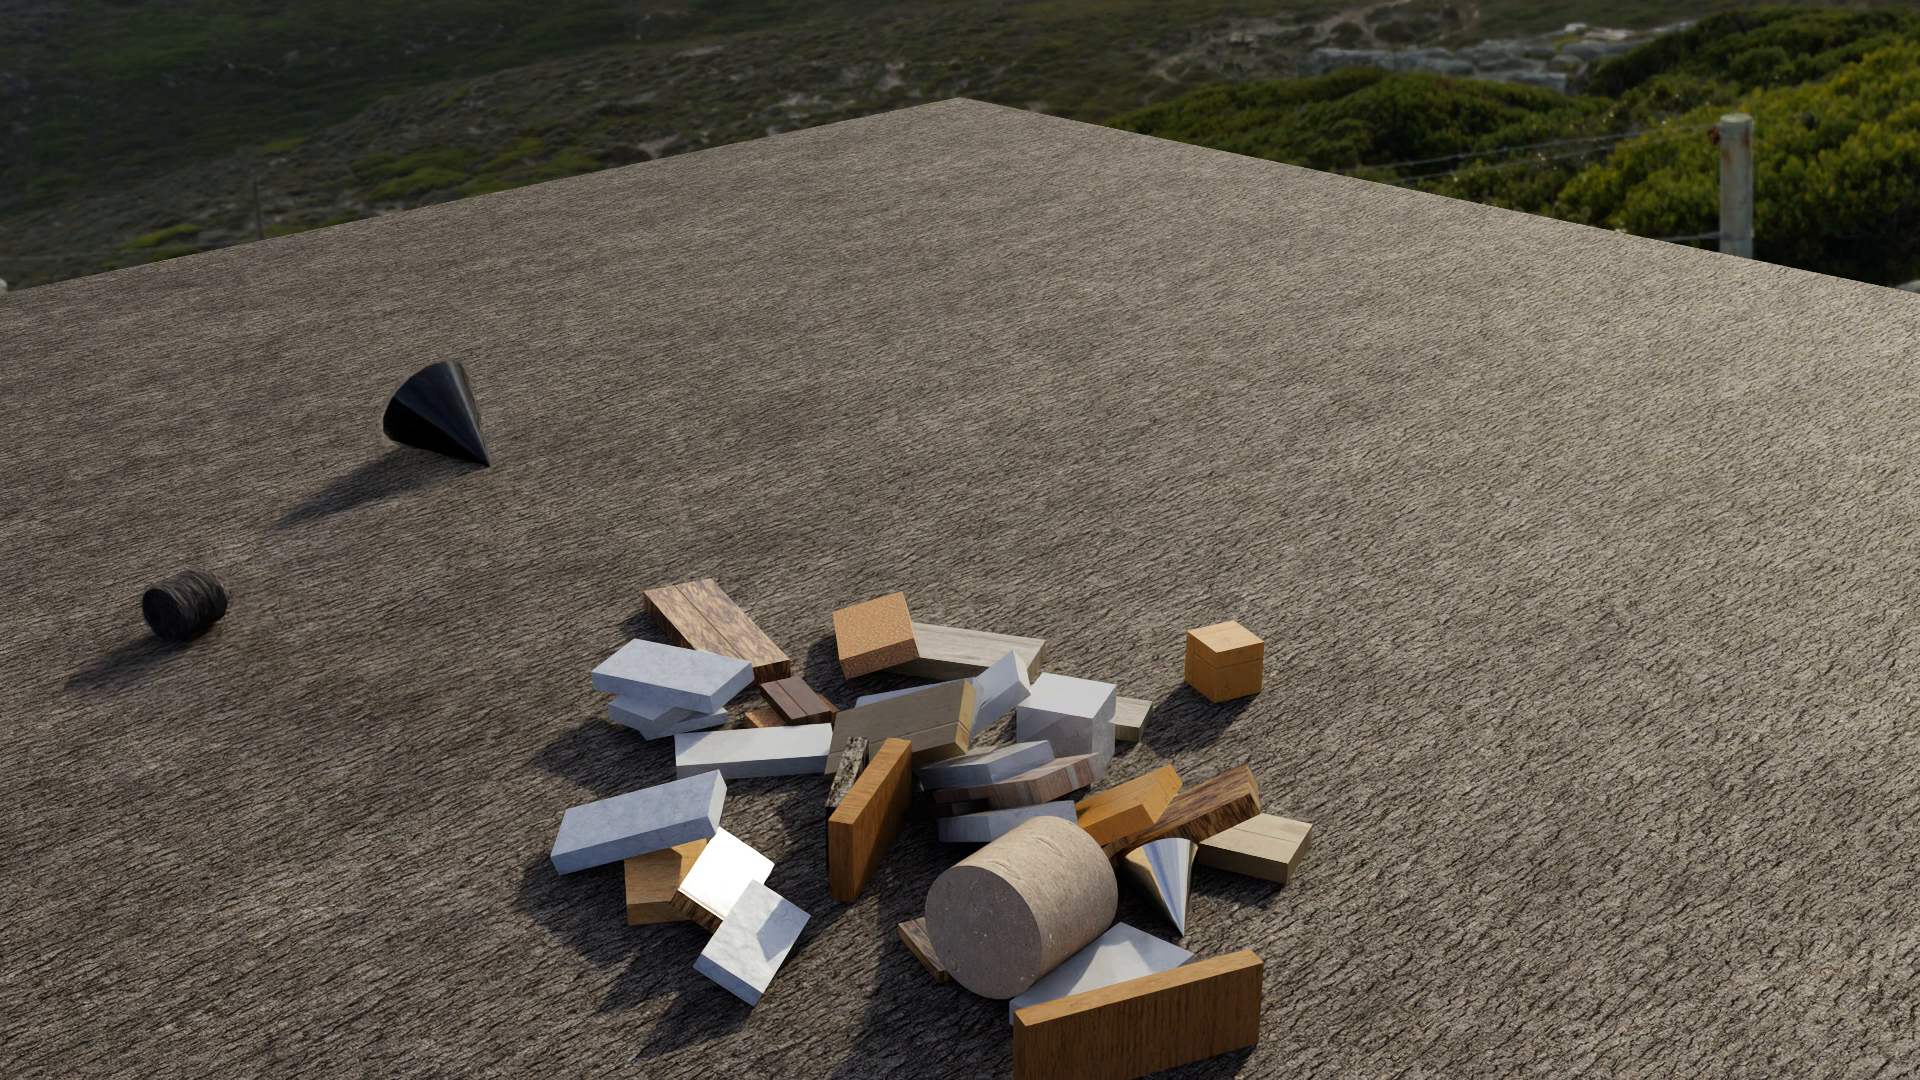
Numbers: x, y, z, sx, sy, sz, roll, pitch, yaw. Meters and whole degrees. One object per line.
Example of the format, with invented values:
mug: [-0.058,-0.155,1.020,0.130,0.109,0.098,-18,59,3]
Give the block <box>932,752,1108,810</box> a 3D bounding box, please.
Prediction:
block: [0.116,0.485,4.357,0.171,0.048,0.342,-18,1,-37]

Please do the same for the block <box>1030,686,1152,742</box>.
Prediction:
block: [0.272,0.379,4.821,0.277,0.036,0.128,7,24,16]

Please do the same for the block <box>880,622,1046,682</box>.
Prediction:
block: [0.007,0.266,5.071,0.347,0.049,0.173,7,24,16]

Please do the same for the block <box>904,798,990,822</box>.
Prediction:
block: [-0.027,0.533,4.339,0.086,0.024,0.172,-6,-6,-35]

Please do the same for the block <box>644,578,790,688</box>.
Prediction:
block: [-0.578,0.221,5.178,0.173,0.049,0.508,-11,25,-24]

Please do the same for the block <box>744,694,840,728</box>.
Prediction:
block: [-0.367,0.389,4.811,0.186,0.026,0.093,-13,26,-28]

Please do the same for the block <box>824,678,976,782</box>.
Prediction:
block: [-0.123,0.397,4.520,0.319,0.045,0.159,-17,43,28]

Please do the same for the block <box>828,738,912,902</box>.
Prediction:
block: [-0.171,0.540,4.270,0.048,0.171,0.342,7,24,16]

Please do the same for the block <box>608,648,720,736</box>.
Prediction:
block: [-0.619,0.332,4.830,0.142,0.040,0.283,15,33,37]

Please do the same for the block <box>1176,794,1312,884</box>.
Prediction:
block: [0.513,0.582,4.330,0.324,0.046,0.162,10,25,23]

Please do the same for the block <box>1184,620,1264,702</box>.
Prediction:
block: [0.595,0.273,4.956,0.125,0.125,0.125,-11,25,-24]

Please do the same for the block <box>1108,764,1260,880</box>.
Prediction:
block: [0.415,0.542,4.203,0.324,0.046,0.162,-27,11,11]

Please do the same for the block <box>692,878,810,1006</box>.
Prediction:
block: [-0.371,0.719,3.946,0.128,0.036,0.256,33,27,1]

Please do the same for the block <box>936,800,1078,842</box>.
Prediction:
block: [0.086,0.540,4.217,0.171,0.048,0.342,-8,-5,-18]

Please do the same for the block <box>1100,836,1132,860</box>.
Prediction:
block: [0.259,0.584,4.221,0.086,0.024,0.172,-36,10,-14]

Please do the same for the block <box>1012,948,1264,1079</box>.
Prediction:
block: [0.297,0.808,3.648,0.441,0.162,0.046,-10,25,-22]

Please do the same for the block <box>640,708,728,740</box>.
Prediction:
block: [-0.613,0.388,4.812,0.186,0.026,0.093,-11,25,-24]

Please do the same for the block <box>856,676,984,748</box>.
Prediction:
block: [-0.099,0.380,4.590,0.298,0.042,0.149,-12,45,32]

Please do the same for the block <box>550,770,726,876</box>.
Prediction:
block: [-0.621,0.547,4.265,0.324,0.046,0.162,-15,25,9]

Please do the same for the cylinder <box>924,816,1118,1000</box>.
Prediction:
cylinder: [0.110,0.648,3.896,0.247,0.247,0.247,15,23,32]

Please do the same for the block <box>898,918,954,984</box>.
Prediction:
block: [-0.037,0.739,3.989,0.086,0.024,0.172,-11,25,-24]

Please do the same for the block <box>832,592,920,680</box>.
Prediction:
block: [-0.196,0.217,5.079,0.173,0.049,0.346,-17,17,-1]

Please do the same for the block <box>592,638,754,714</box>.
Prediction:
block: [-0.629,0.296,4.808,0.319,0.045,0.159,9,29,28]

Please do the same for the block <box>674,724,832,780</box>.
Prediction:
block: [-0.433,0.449,4.650,0.334,0.040,0.142,-3,23,-8]

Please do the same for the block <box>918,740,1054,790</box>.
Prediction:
block: [0.051,0.456,4.451,0.149,0.042,0.298,-17,1,-29]

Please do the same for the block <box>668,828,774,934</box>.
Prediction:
block: [-0.442,0.641,4.103,0.128,0.036,0.256,34,22,-1]

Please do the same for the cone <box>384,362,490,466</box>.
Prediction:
cone: [-1.438,-0.303,6.303,0.300,0.300,0.300,43,41,20]

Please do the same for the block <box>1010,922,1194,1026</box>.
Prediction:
block: [0.251,0.785,3.852,0.162,0.046,0.324,18,29,36]

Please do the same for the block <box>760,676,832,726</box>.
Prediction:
block: [-0.361,0.356,4.820,0.093,0.026,0.186,-11,25,-24]

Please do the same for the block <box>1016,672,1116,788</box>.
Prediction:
block: [0.223,0.398,4.612,0.164,0.164,0.164,8,24,19]

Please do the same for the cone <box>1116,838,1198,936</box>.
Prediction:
cone: [0.391,0.669,4.091,0.163,0.163,0.163,-6,50,-14]

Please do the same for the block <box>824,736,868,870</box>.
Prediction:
block: [-0.222,0.520,4.355,0.040,0.142,0.283,3,23,6]

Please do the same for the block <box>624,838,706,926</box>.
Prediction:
block: [-0.567,0.621,4.239,0.159,0.045,0.349,-4,23,-9]

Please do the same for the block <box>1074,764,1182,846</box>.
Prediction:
block: [0.259,0.538,4.205,0.324,0.046,0.162,-28,8,32]

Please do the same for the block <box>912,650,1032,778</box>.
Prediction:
block: [0.014,0.364,4.620,0.298,0.042,0.149,-37,19,11]
